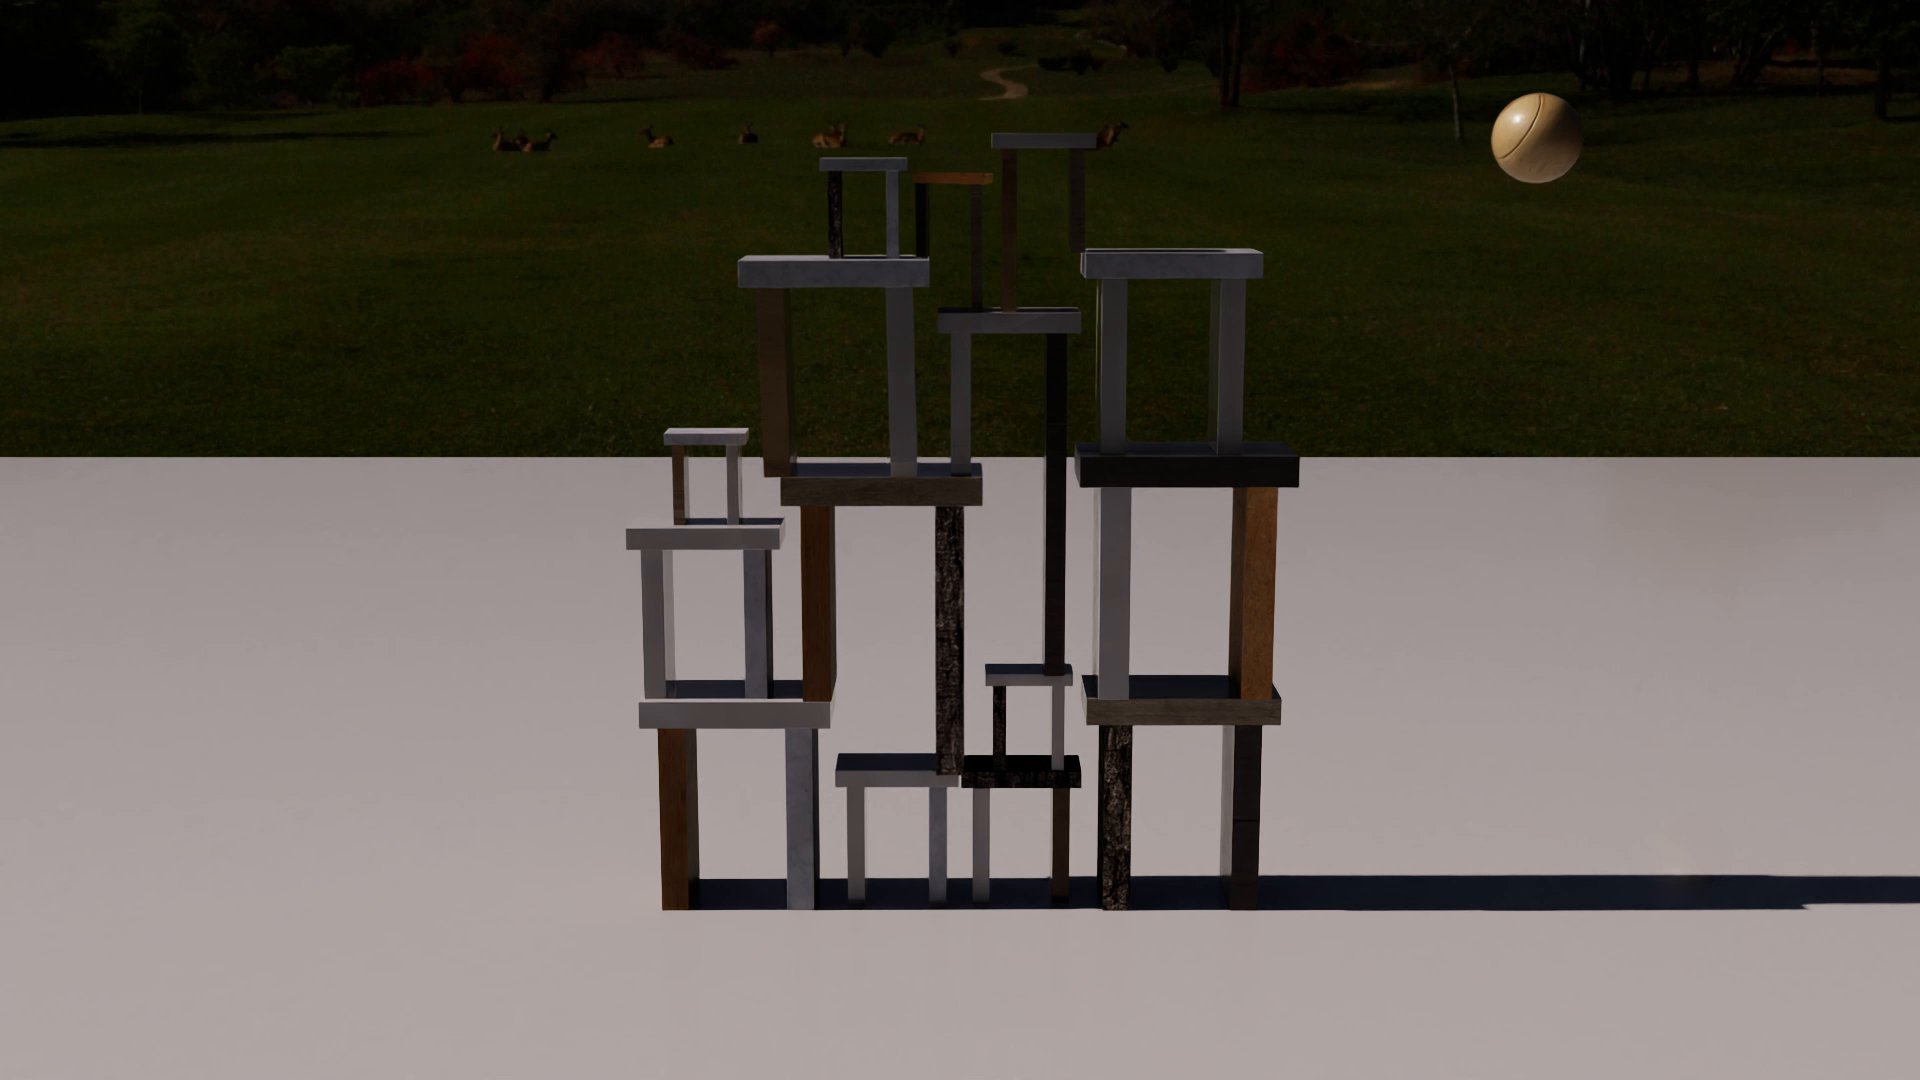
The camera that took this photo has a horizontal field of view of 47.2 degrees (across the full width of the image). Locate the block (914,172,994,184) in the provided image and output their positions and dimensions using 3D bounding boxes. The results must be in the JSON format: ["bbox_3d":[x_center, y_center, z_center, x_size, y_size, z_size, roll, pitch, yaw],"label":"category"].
[{"bbox_3d":[-0.011,-0.570,3.465,0.116,0.016,0.058,3,11,12],"label":"block"}]

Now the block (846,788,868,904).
[{"bbox_3d":[-0.170,0.491,3.650,0.028,0.201,0.100,0,11,0],"label":"block"}]

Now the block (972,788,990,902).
[{"bbox_3d":[0.035,0.493,3.656,0.028,0.196,0.098,0,11,0],"label":"block"}]

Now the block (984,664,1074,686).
[{"bbox_3d":[0.112,0.220,3.598,0.142,0.020,0.071,0,10,0],"label":"block"}]

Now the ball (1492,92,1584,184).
[{"bbox_3d":[1.433,-0.997,5.459,0.223,0.223,0.223,0,11,0],"label":"ball"}]

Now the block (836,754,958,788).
[{"bbox_3d":[-0.102,0.379,3.626,0.201,0.028,0.100,0,11,0],"label":"block"}]

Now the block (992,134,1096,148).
[{"bbox_3d":[0.130,-0.625,3.440,0.160,0.023,0.080,0,11,0],"label":"block"}]

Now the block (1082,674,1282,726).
[{"bbox_3d":[0.359,0.262,3.605,0.312,0.044,0.156,0,11,0],"label":"block"}]

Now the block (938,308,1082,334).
[{"bbox_3d":[0.078,-0.350,3.498,0.225,0.032,0.112,0,11,0],"label":"block"}]

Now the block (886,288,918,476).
[{"bbox_3d":[-0.093,-0.259,3.516,0.042,0.297,0.149,-2,11,-1],"label":"block"}]

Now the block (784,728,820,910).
[{"bbox_3d":[-0.260,0.440,3.637,0.043,0.307,0.153,0,11,0],"label":"block"}]

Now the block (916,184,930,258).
[{"bbox_3d":[-0.059,-0.507,3.483,0.016,0.116,0.058,1,10,5],"label":"block"}]

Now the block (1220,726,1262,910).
[{"bbox_3d":[0.463,0.437,3.637,0.044,0.312,0.156,0,11,0],"label":"block"}]

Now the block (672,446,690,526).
[{"bbox_3d":[-0.450,-0.093,3.544,0.018,0.130,0.065,0,11,0],"label":"block"}]

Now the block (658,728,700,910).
[{"bbox_3d":[-0.464,0.440,3.637,0.043,0.307,0.153,0,11,0],"label":"block"}]

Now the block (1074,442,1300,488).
[{"bbox_3d":[0.360,-0.122,3.534,0.344,0.049,0.172,0,11,0],"label":"block"}]

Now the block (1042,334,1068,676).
[{"bbox_3d":[0.153,-0.062,3.552,0.032,0.553,0.113,0,11,0],"label":"block"}]

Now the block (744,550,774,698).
[{"bbox_3d":[-0.328,0.125,3.585,0.035,0.245,0.122,0,11,0],"label":"block"}]

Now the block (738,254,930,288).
[{"bbox_3d":[-0.196,-0.426,3.485,0.297,0.042,0.148,0,11,-1],"label":"block"}]

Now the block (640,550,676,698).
[{"bbox_3d":[-0.491,0.125,3.585,0.035,0.245,0.122,0,11,0],"label":"block"}]

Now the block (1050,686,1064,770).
[{"bbox_3d":[0.160,0.300,3.613,0.020,0.142,0.071,0,11,0],"label":"block"}]

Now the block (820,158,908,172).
[{"bbox_3d":[-0.151,-0.590,3.453,0.136,0.019,0.068,0,11,-1],"label":"block"}]

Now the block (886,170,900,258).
[{"bbox_3d":[-0.106,-0.514,3.471,0.019,0.136,0.068,0,11,0],"label":"block"}]

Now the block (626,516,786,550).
[{"bbox_3d":[-0.410,-0.013,3.560,0.245,0.035,0.122,0,11,0],"label":"block"}]

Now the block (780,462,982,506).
[{"bbox_3d":[-0.124,-0.091,3.546,0.319,0.045,0.159,0,10,0],"label":"block"}]

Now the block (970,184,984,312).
[{"bbox_3d":[0.027,-0.462,3.474,0.016,0.198,0.058,0,10,2],"label":"block"}]

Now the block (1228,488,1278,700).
[{"bbox_3d":[0.474,0.071,3.569,0.049,0.344,0.172,0,11,0],"label":"block"}]

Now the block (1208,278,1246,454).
[{"bbox_3d":[0.425,-0.283,3.511,0.039,0.276,0.138,0,11,0],"label":"block"}]

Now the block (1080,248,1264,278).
[{"bbox_3d":[0.333,-0.438,3.482,0.276,0.039,0.138,0,11,0],"label":"block"}]

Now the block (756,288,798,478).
[{"bbox_3d":[-0.292,-0.259,3.515,0.042,0.297,0.149,-2,10,0],"label":"block"}]

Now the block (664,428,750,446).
[{"bbox_3d":[-0.407,-0.166,3.531,0.130,0.018,0.065,0,11,0],"label":"block"}]

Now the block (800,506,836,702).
[{"bbox_3d":[-0.229,0.088,3.578,0.045,0.319,0.159,0,11,0],"label":"block"}]

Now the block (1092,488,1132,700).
[{"bbox_3d":[0.245,0.071,3.570,0.049,0.344,0.172,0,11,0],"label":"block"}]

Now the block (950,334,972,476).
[{"bbox_3d":[0.002,-0.224,3.522,0.032,0.225,0.112,0,10,0],"label":"block"}]

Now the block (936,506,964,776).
[{"bbox_3d":[-0.017,0.149,3.586,0.045,0.440,0.159,0,10,0],"label":"block"}]

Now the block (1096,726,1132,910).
[{"bbox_3d":[0.255,0.437,3.638,0.044,0.312,0.156,0,11,0],"label":"block"}]

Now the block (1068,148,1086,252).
[{"bbox_3d":[0.183,-0.535,3.457,0.023,0.160,0.080,-1,11,0],"label":"block"}]

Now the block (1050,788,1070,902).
[{"bbox_3d":[0.166,0.493,3.656,0.028,0.196,0.098,0,11,0],"label":"block"}]

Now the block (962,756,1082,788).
[{"bbox_3d":[0.100,0.383,3.635,0.196,0.028,0.098,0,11,0],"label":"block"}]

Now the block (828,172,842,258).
[{"bbox_3d":[-0.197,-0.514,3.469,0.019,0.136,0.068,0,11,-1],"label":"block"}]

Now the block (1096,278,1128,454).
[{"bbox_3d":[0.241,-0.283,3.511,0.039,0.276,0.138,0,11,0],"label":"block"}]

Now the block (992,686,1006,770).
[{"bbox_3d":[0.065,0.300,3.613,0.020,0.142,0.071,0,10,0],"label":"block"}]

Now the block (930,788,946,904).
[{"bbox_3d":[-0.036,0.491,3.650,0.028,0.201,0.100,0,11,0],"label":"block"}]

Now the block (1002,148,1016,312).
[{"bbox_3d":[0.077,-0.489,3.465,0.023,0.254,0.080,0,11,0],"label":"block"}]

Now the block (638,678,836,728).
[{"bbox_3d":[-0.362,0.268,3.605,0.307,0.043,0.153,0,11,0],"label":"block"}]

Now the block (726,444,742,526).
[{"bbox_3d":[-0.363,-0.094,3.545,0.018,0.130,0.065,0,11,0],"label":"block"}]
